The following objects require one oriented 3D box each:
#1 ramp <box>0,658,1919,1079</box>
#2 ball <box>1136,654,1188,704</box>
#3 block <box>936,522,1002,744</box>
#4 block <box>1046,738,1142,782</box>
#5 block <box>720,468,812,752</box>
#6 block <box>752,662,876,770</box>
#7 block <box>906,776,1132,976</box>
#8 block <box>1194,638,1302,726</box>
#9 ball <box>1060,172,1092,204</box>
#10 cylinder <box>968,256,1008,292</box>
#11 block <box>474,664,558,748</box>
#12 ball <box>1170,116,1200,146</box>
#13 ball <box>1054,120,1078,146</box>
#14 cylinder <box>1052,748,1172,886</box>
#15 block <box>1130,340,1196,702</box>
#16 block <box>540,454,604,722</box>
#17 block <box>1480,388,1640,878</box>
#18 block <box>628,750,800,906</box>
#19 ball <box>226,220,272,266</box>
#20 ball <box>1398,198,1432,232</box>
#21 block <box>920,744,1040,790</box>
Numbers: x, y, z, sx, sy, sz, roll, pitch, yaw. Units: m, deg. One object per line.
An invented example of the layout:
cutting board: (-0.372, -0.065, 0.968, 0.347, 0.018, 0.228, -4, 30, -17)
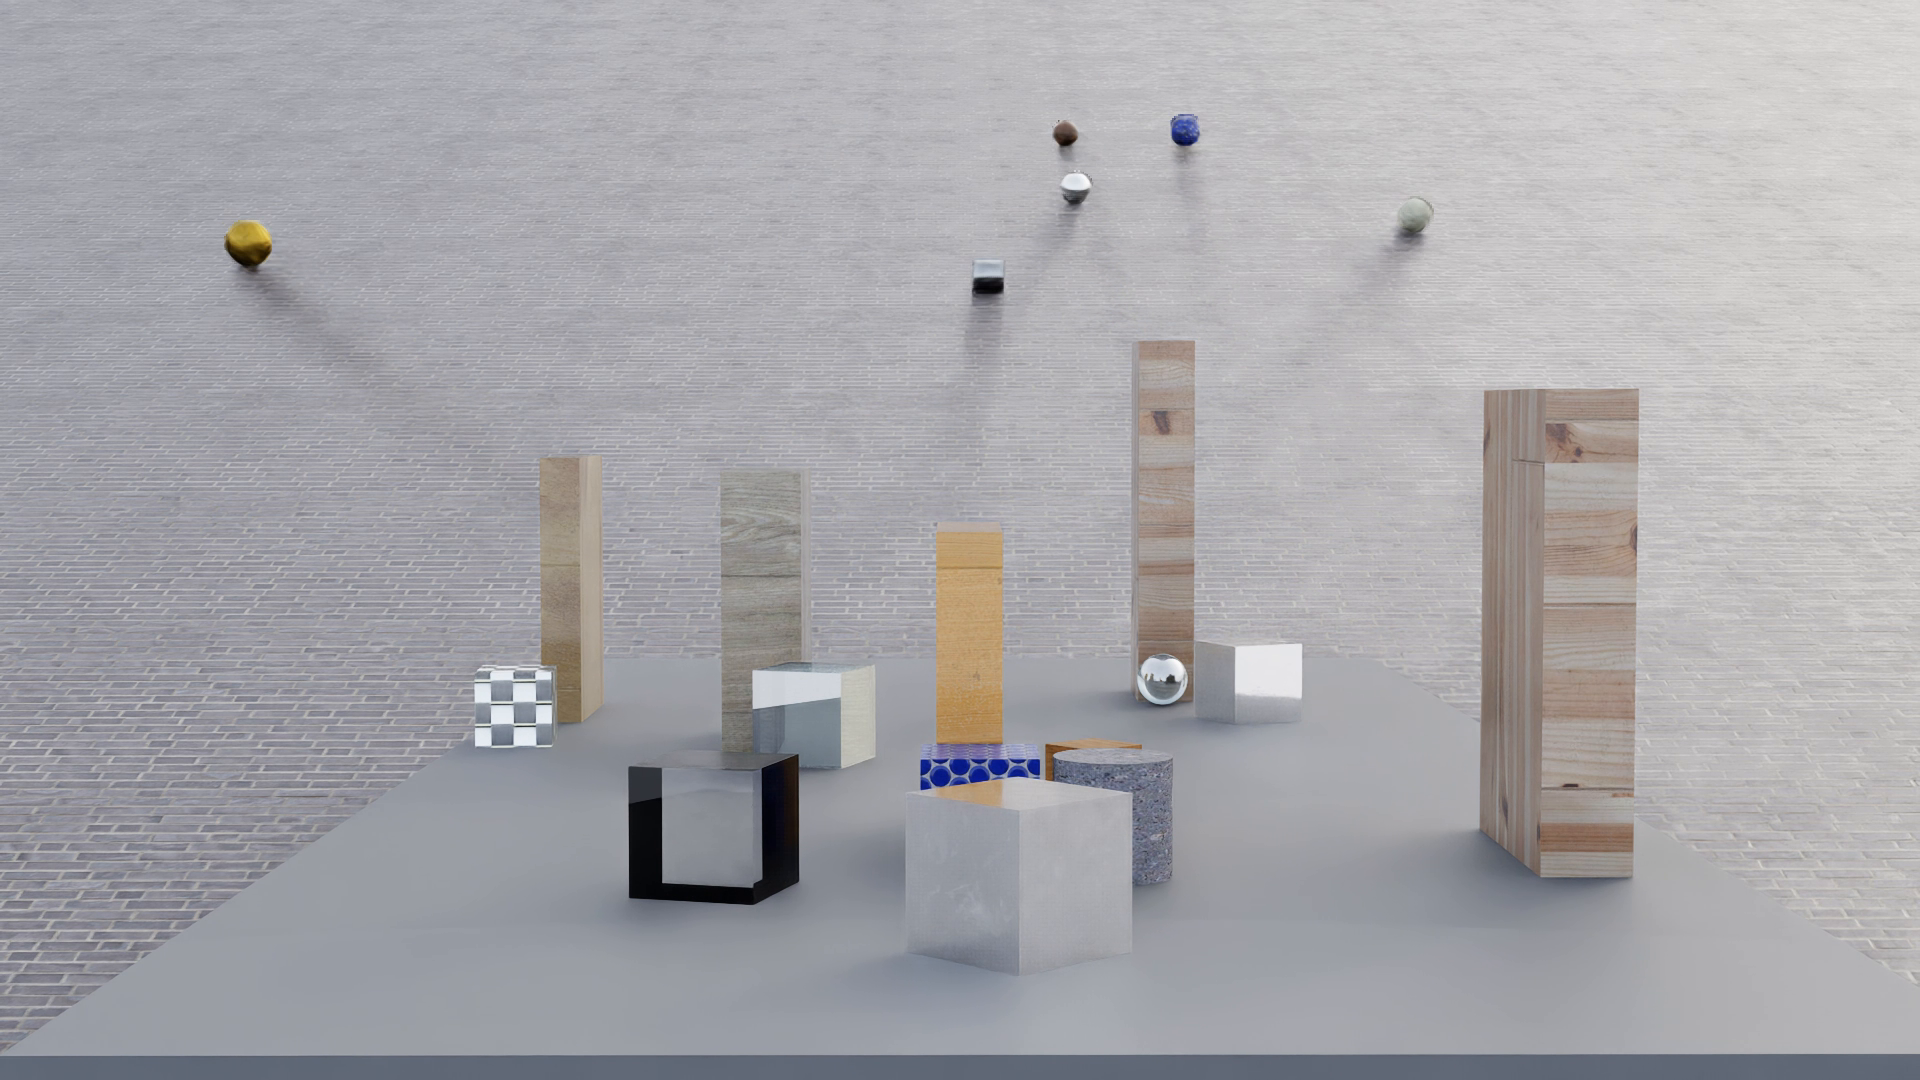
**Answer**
ramp: (0.050, 0.454, 4.532, 2.000, 0.100, 4.000, 0, 3, 0)
ball: (0.434, 0.298, 5.509, 0.109, 0.109, 0.109, 0, 22, 0)
block: (0.013, 0.211, 3.789, 0.094, 0.461, 0.313, 0, 3, 0)
block: (0.210, 0.375, 4.051, 0.107, 0.107, 0.107, -3, 4, -42)
block: (-0.366, 0.125, 4.894, 0.148, 0.520, 0.321, 0, 3, 0)
block: (-0.262, 0.314, 4.636, 0.169, 0.169, 0.169, 1, 3, 19)
block: (0.069, 0.389, 3.007, 0.187, 0.187, 0.187, -3, 4, -44)
block: (0.589, 0.287, 5.256, 0.158, 0.158, 0.158, -1, 3, -26)
ball: (0.506, -1.539, 11.246, 0.135, 0.135, 0.135, 0, 22, 0)
cylinder: (0.110, -1.028, 9.977, 0.118, 0.118, 0.118, -16, 15, 24)
block: (-0.842, 0.315, 4.885, 0.142, 0.142, 0.142, 0, 3, -5)
ball: (1.076, -1.953, 12.275, 0.146, 0.146, 0.146, 0, 22, 0)
ball: (0.506, -1.942, 12.282, 0.120, 0.120, 0.120, 0, 22, 0)
cylinder: (0.208, 0.375, 3.503, 0.163, 0.163, 0.163, 0, 3, 0)
block: (0.446, -0.045, 5.667, 0.120, 0.780, 0.240, 0, 3, 0)
block: (-0.807, 0.093, 5.358, 0.080, 0.536, 0.335, 0, 3, 0)
block: (0.849, 0.116, 3.673, 0.125, 0.662, 0.407, 0, 3, 0)
block: (-0.323, 0.376, 3.396, 0.172, 0.172, 0.172, 1, 3, 16)
ball: (-2.846, -1.187, 10.296, 0.180, 0.180, 0.180, 0, 22, 0)
ball: (1.906, -1.363, 10.791, 0.142, 0.142, 0.142, 0, 22, 0)
block: (0.027, 0.373, 3.560, 0.162, 0.162, 0.162, 0, 3, 0)
